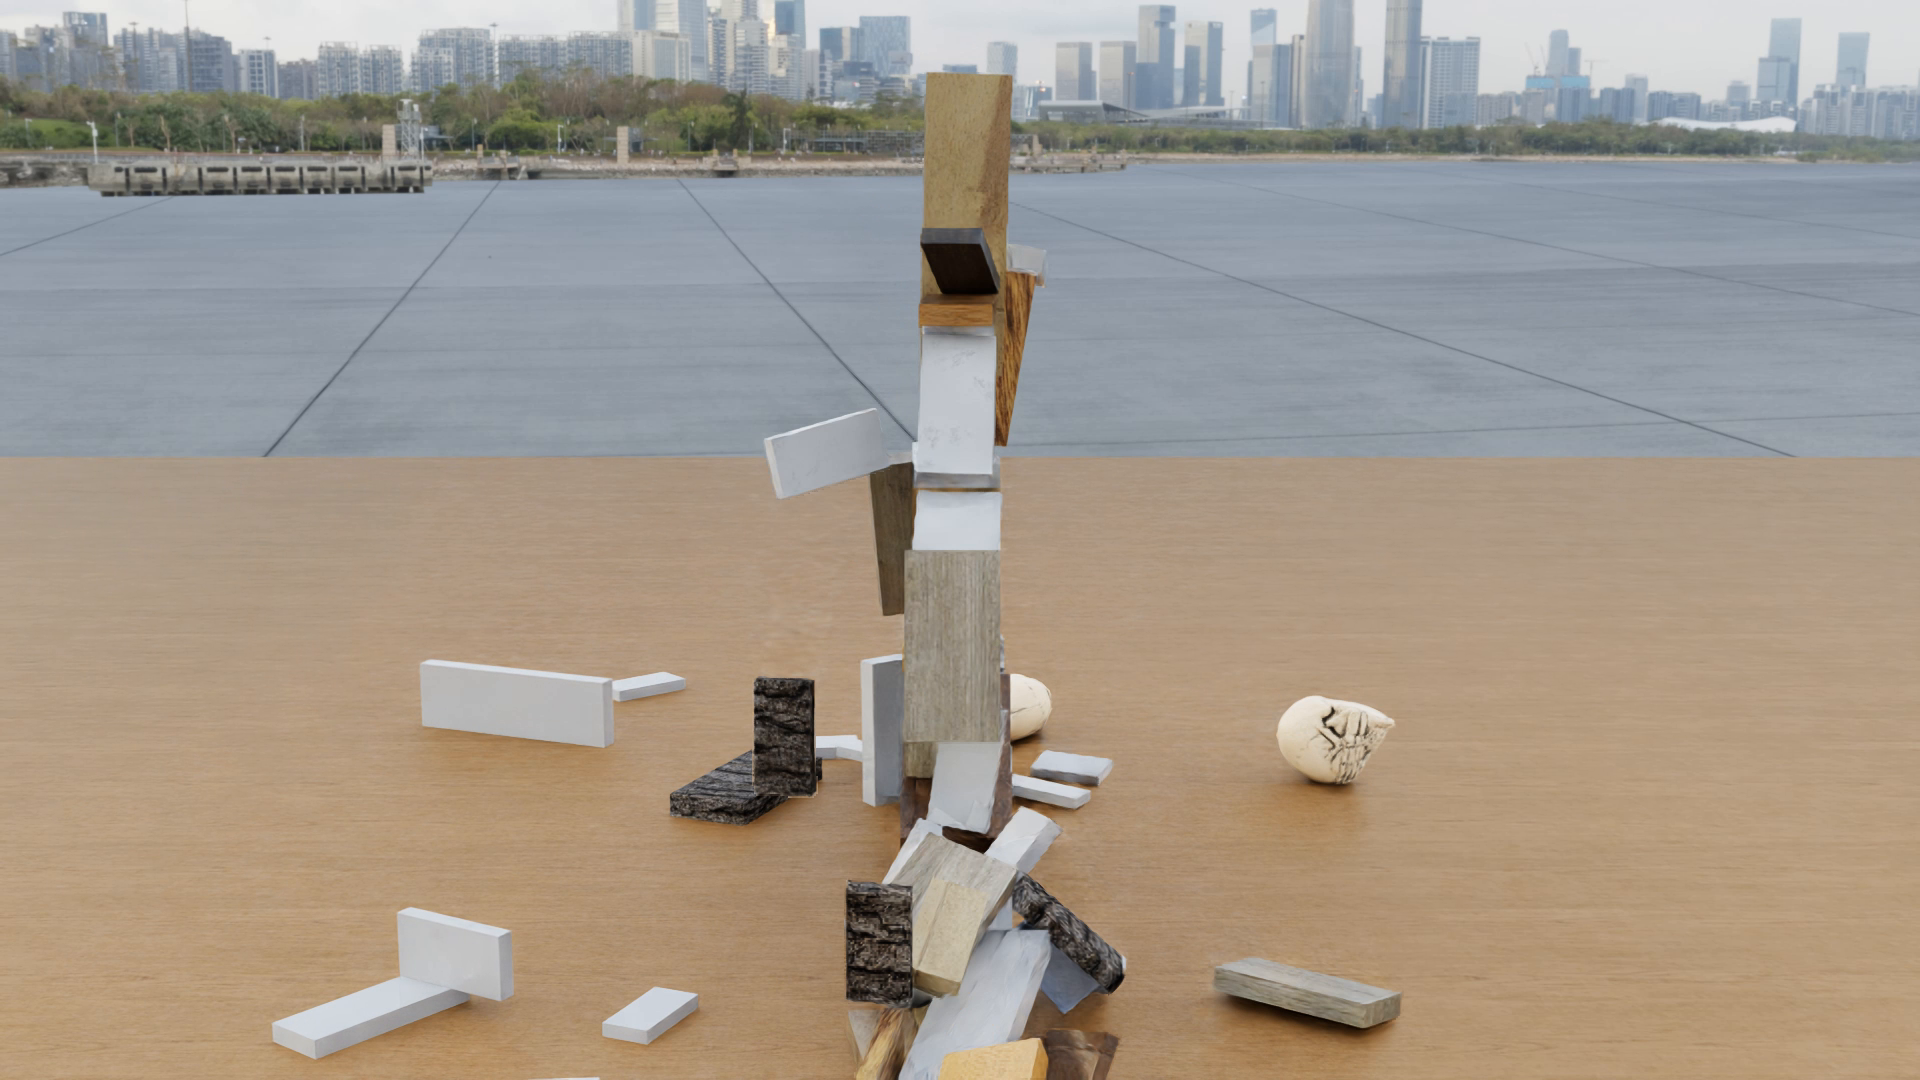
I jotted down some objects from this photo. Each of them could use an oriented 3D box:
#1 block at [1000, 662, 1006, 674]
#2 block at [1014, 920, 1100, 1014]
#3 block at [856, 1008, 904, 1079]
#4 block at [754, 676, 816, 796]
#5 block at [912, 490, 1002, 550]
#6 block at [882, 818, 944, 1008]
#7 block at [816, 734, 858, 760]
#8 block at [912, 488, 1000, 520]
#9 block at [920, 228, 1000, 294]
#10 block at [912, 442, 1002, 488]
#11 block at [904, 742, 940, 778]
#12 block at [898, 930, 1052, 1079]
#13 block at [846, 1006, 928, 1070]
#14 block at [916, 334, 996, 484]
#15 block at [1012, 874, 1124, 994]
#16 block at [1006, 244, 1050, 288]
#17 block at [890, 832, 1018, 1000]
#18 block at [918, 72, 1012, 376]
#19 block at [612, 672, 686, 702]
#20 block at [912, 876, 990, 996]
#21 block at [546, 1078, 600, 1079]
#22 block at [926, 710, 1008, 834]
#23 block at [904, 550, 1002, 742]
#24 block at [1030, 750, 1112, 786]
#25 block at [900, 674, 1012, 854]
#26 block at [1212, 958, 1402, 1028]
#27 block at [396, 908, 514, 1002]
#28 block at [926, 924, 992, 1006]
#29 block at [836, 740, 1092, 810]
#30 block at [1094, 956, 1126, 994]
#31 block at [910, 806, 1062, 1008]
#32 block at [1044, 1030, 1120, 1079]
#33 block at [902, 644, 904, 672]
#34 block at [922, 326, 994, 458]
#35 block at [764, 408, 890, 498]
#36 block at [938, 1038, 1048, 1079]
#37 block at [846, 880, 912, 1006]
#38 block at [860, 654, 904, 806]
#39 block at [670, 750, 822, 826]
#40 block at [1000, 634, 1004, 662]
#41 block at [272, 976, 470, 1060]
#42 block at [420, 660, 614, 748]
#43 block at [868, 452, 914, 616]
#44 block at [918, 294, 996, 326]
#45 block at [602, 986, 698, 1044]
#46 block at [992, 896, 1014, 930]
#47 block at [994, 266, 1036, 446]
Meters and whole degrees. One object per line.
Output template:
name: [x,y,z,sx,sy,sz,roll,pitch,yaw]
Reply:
block: [-0.003,0.381,3.902,0.163,0.327,0.046,0,10,-2]
block: [0.130,0.606,3.161,0.071,0.141,0.020,-41,9,3]
block: [-0.102,0.677,2.795,0.023,0.082,0.165,4,23,11]
block: [-0.297,0.333,3.735,0.098,0.196,0.028,2,8,12]
block: [-0.007,0.033,3.367,0.132,0.037,0.265,2,46,3]
block: [-0.068,0.539,3.180,0.040,0.140,0.281,23,22,-13]
block: [-0.296,0.425,4.492,0.175,0.025,0.087,-1,11,-8]
block: [-0.005,0.113,3.752,0.145,0.425,0.041,0,15,2]
block: [0.002,-0.458,3.619,0.098,0.028,0.196,2,-18,11]
block: [-0.009,-0.130,3.786,0.145,0.041,0.291,0,9,-2]
block: [-0.013,0.241,3.371,0.132,0.265,0.037,5,21,5]
block: [0.007,0.659,2.865,0.126,0.036,0.501,-5,21,17]
block: [-0.076,0.698,2.957,0.120,0.034,0.240,-1,13,-11]
block: [-0.005,-0.209,3.487,0.118,0.249,0.033,2,-25,0]
block: [0.153,0.557,3.118,0.186,0.026,0.093,41,10,-5]
block: [0.086,-0.502,3.986,0.142,0.040,0.284,10,2,3]
block: [-0.034,0.512,3.027,0.140,0.040,0.281,20,28,13]
block: [0.008,-0.533,3.733,0.142,0.505,0.040,1,11,-5]
block: [-0.721,0.332,4.989,0.175,0.025,0.087,-9,14,-40]
block: [-0.021,0.528,2.937,0.082,0.023,0.203,16,28,5]
block: [-0.666,0.733,2.804,0.399,0.034,0.120,-1,11,-5]
block: [0.011,0.344,3.335,0.093,0.186,0.026,10,3,11]
block: [-0.011,0.155,3.237,0.140,0.281,0.040,0,1,2]
block: [0.220,0.449,4.332,0.145,0.021,0.072,5,24,26]
block: [-0.005,0.353,3.477,0.171,0.048,0.341,0,43,0]
block: [0.501,0.653,3.179,0.240,0.034,0.120,8,2,35]
block: [-0.734,0.600,3.193,0.195,0.098,0.028,6,12,30]
block: [-0.004,0.617,3.242,0.104,0.029,0.207,0,32,1]
block: [0.002,0.451,4.252,0.515,0.021,0.072,10,10,25]
block: [0.164,0.617,3.209,0.141,0.071,0.020,19,41,-11]
block: [0.016,0.536,3.192,0.339,0.026,0.093,-51,23,-12]
block: [0.147,0.669,2.830,0.020,0.071,0.141,31,-23,-22]
block: [-0.017,0.177,3.976,0.163,0.046,0.327,0,11,0]
block: [-0.003,-0.254,3.677,0.118,0.236,0.033,-1,4,-5]
block: [-0.216,-0.142,3.590,0.196,0.098,0.028,-18,13,-26]
block: [0.025,0.696,2.623,0.126,0.036,0.252,-14,22,17]
block: [-0.103,0.518,2.819,0.082,0.165,0.023,4,22,6]
block: [-0.118,0.356,4.171,0.138,0.275,0.039,-8,12,-36]
block: [-0.404,0.470,4.197,0.154,0.044,0.326,4,11,22]
block: [-0.002,0.341,4.114,0.163,0.327,0.046,-1,11,-4]
block: [-0.839,0.674,3.143,0.098,0.028,0.267,8,13,37]
block: [-0.934,0.342,4.625,0.449,0.138,0.039,4,12,22]
block: [-0.080,-0.015,4.024,0.154,0.309,0.044,-9,29,-8]
block: [-0.002,-0.378,3.603,0.118,0.033,0.236,1,11,2]
block: [-0.441,0.678,3.139,0.072,0.020,0.144,4,11,23]
block: [-0.002,0.487,3.487,0.171,0.048,0.341,0,54,1]
block: [0.032,-0.330,3.867,0.154,0.309,0.044,10,16,-1]
